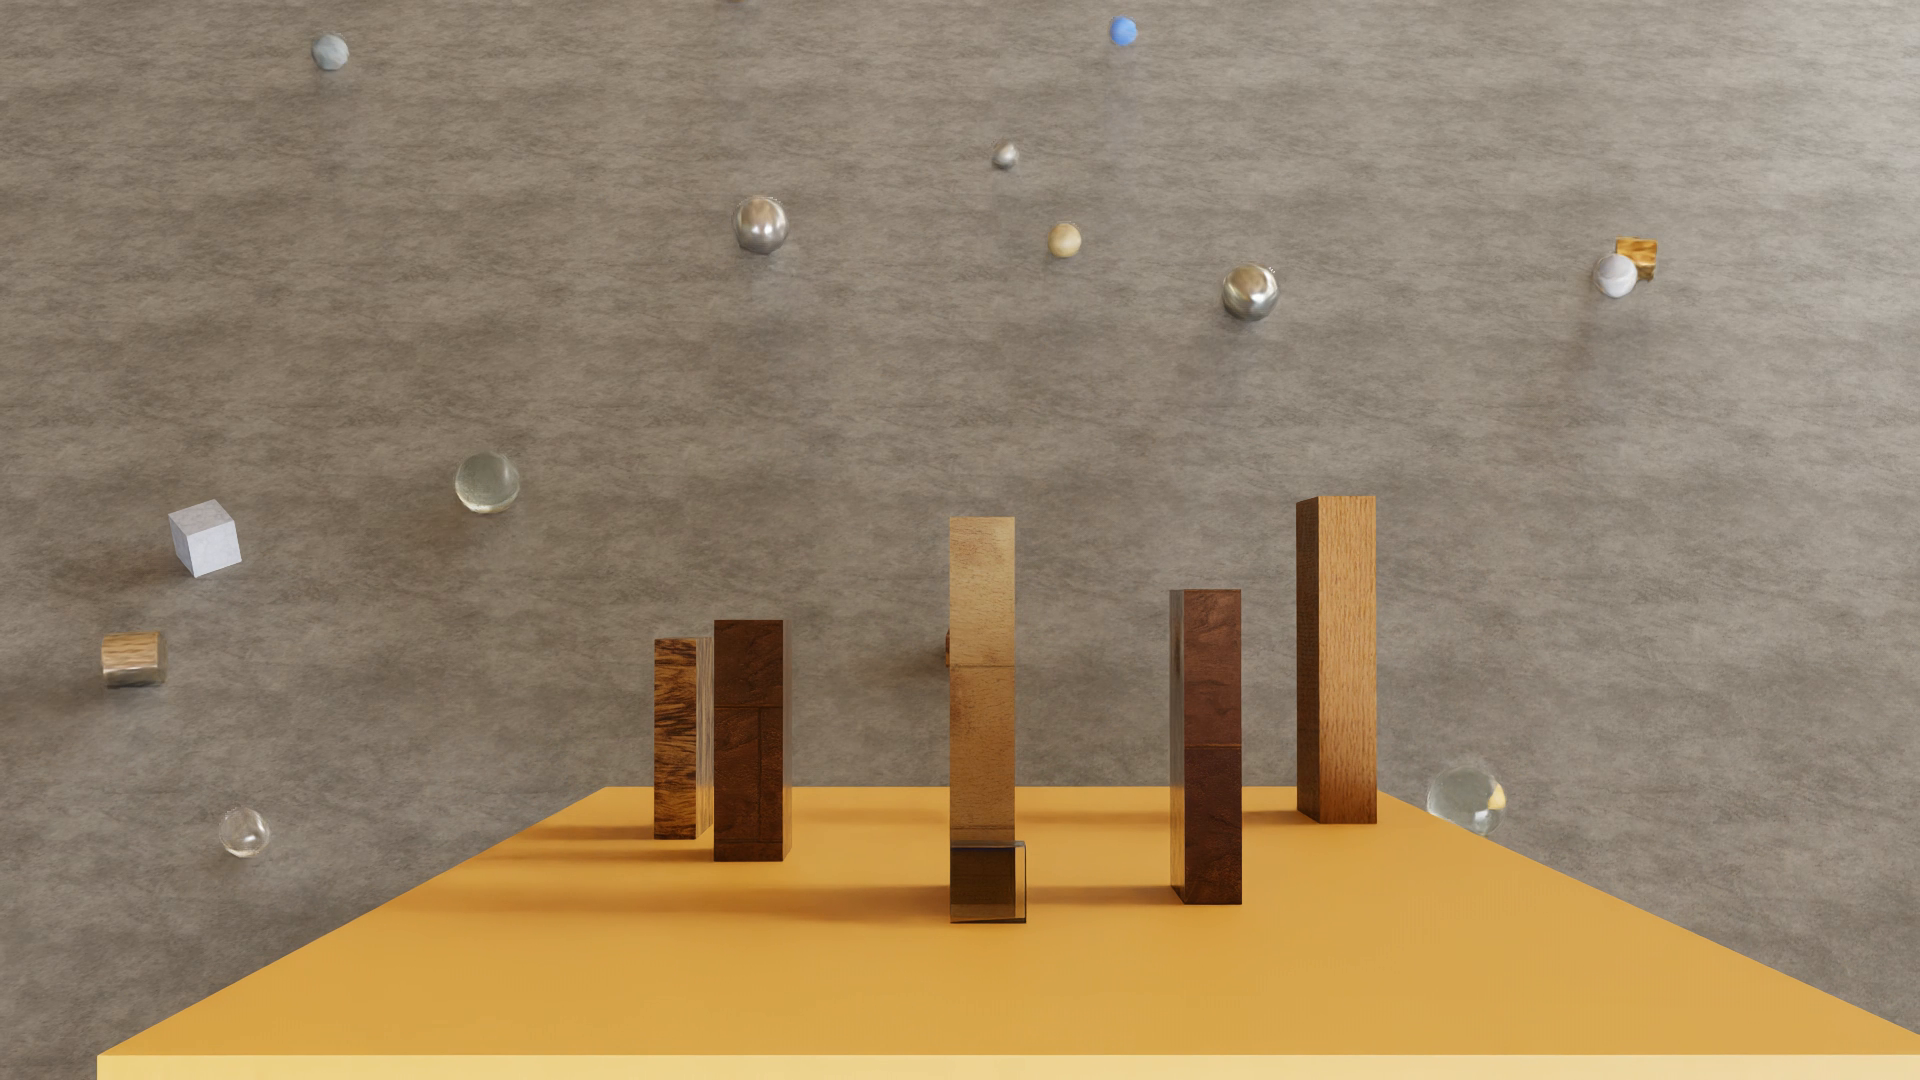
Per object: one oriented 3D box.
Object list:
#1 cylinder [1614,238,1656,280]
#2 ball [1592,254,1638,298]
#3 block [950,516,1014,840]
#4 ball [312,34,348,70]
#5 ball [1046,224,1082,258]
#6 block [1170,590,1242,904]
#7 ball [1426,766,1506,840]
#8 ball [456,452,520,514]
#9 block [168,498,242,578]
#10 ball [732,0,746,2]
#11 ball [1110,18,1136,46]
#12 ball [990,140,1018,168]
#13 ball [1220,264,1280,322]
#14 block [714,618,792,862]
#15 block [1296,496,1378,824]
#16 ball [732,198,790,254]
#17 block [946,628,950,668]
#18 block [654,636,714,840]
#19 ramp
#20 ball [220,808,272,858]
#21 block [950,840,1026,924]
[{"bbox_3d":[2.410,-1.003,9.275,0.138,0.138,0.138,7,34,10],"label":"cylinder"},{"bbox_3d":[2.312,-0.933,9.159,0.152,0.152,0.152,0,34,0],"label":"ball"},{"bbox_3d":[0.034,0.277,4.246,0.101,0.617,0.420,0,-1,0],"label":"block"},{"bbox_3d":[-2.624,-2.033,10.810,0.150,0.150,0.150,0,34,0],"label":"ball"},{"bbox_3d":[0.377,-1.085,9.411,0.124,0.124,0.124,0,34,0],"label":"ball"},{"bbox_3d":[0.406,0.335,4.306,0.092,0.505,0.290,0,-1,0],"label":"block"},{"bbox_3d":[1.172,0.614,6.003,0.181,0.181,0.181,0,34,0],"label":"ball"},{"bbox_3d":[-1.453,-0.176,7.984,0.195,0.195,0.195,0,34,0],"label":"ball"},{"bbox_3d":[-2.262,-0.006,7.773,0.147,0.147,0.147,-22,39,-29],"label":"block"},{"bbox_3d":[-0.974,-2.461,11.421,0.185,0.185,0.185,0,34,0],"label":"ball"},{"bbox_3d":[0.694,-2.162,11.036,0.115,0.115,0.115,0,34,0],"label":"ball"},{"bbox_3d":[0.173,-1.490,10.034,0.108,0.108,0.108,0,34,0],"label":"ball"},{"bbox_3d":[1.005,-0.857,9.000,0.202,0.202,0.202,0,34,0],"label":"ball"},{"bbox_3d":[-0.395,0.378,4.980,0.129,0.451,0.266,0,-1,0],"label":"block"},{"bbox_3d":[0.846,0.266,5.851,0.125,0.715,0.379,0,-1,0],"label":"block"},{"bbox_3d":[-0.722,-1.140,9.423,0.204,0.204,0.204,0,34,0],"label":"ball"},{"bbox_3d":[0.023,0.293,7.360,0.107,0.107,0.107,7,34,10],"label":"block"},{"bbox_3d":[-0.581,0.411,5.477,0.085,0.408,0.371,0,-1,0],"label":"block"},{"bbox_3d":[0.075,0.649,4.780,2.000,0.100,4.000,0,-1,0],"label":"ramp"},{"bbox_3d":[-1.829,0.751,6.654,0.127,0.127,0.127,0,34,0],"label":"ball"},{"bbox_3d":[0.043,0.523,3.973,0.114,0.114,0.114,0,-1,0],"label":"block"}]
